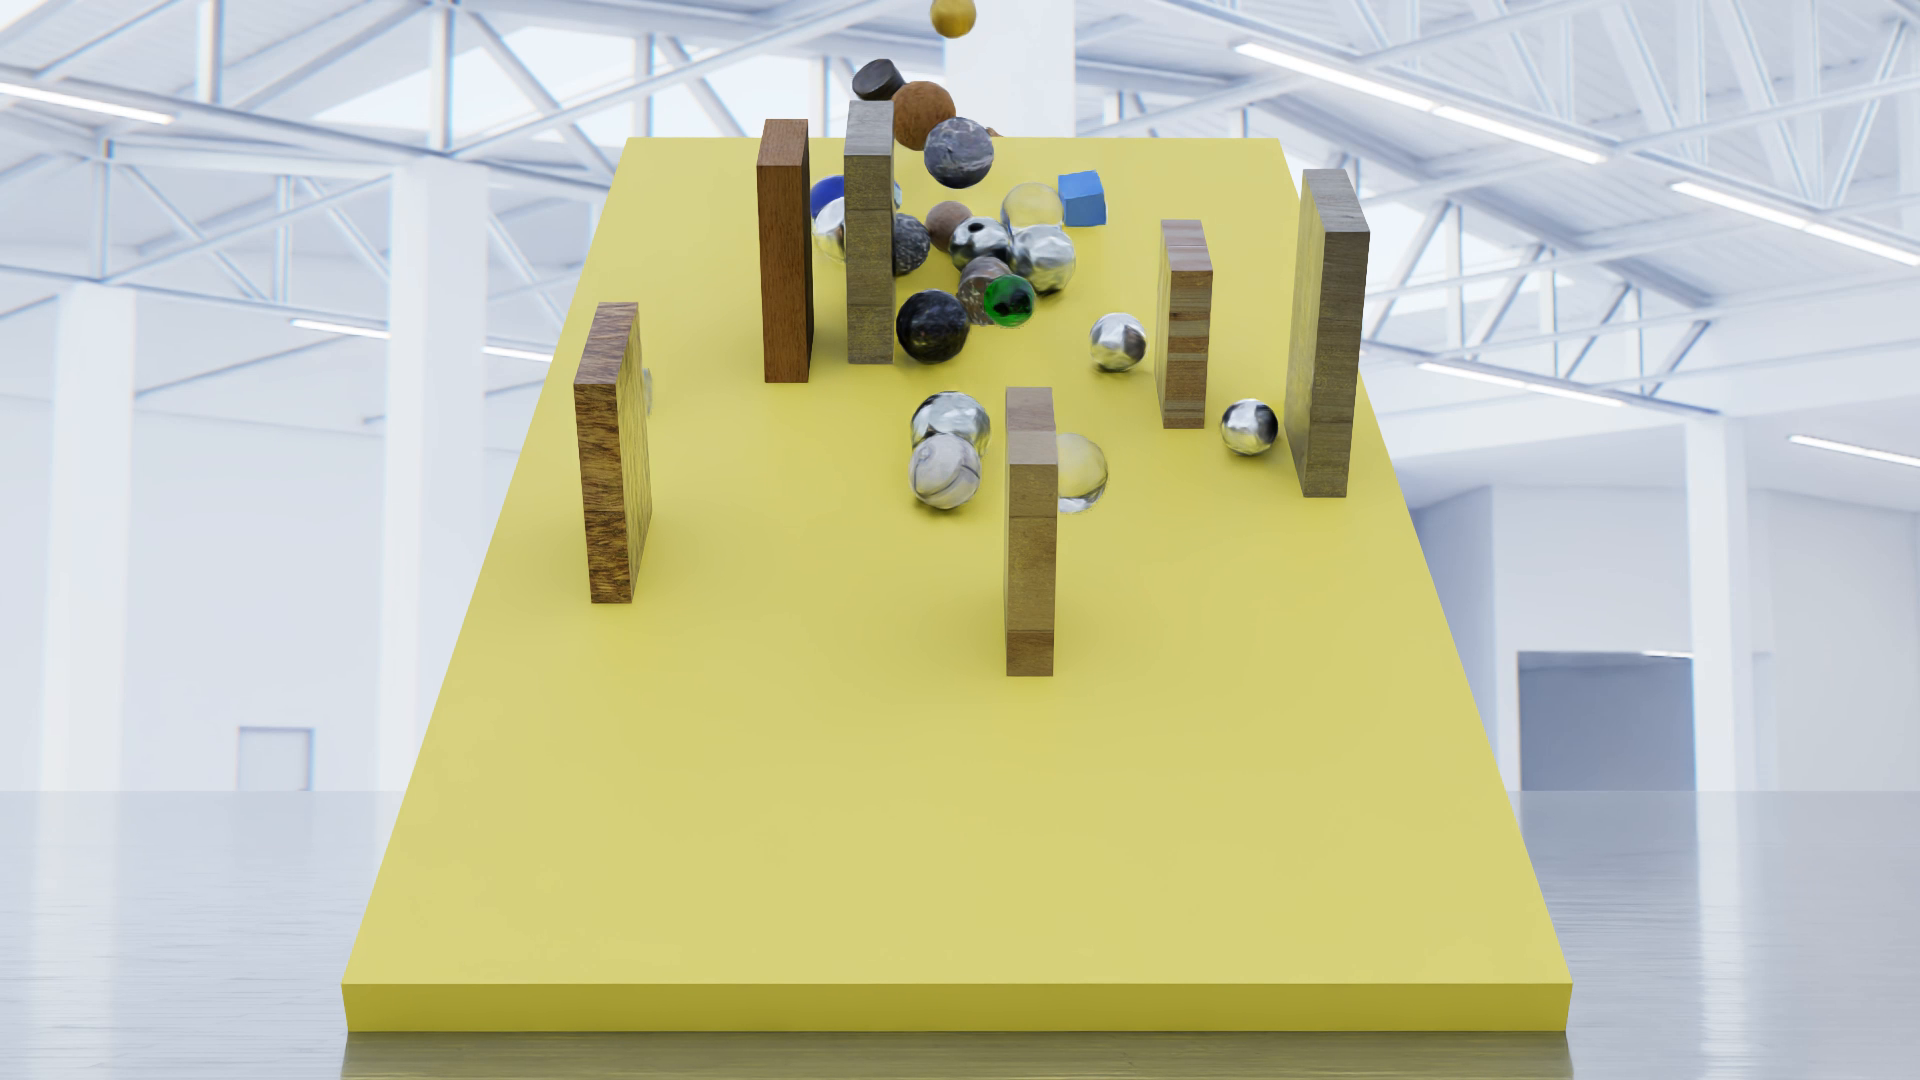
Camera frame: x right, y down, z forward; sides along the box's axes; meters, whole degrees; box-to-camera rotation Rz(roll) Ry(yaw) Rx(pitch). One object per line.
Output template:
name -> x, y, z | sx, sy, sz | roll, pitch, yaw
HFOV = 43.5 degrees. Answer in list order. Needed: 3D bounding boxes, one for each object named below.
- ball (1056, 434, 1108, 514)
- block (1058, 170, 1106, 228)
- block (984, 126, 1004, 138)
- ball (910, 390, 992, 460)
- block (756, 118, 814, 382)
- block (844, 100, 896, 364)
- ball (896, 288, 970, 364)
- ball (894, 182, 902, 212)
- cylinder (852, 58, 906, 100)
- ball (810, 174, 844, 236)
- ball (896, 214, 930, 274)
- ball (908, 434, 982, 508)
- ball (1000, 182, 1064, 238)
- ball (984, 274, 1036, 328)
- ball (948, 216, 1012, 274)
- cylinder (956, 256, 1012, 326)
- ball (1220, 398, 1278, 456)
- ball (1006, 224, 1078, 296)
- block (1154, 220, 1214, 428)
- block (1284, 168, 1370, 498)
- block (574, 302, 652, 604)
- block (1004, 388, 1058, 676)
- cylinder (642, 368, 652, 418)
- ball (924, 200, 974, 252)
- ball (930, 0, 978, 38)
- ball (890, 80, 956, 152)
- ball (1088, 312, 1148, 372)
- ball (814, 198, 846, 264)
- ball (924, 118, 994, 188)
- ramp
ball -> 0.237, -0.146, 5.267 | 0.177, 0.177, 0.177 | 0, -6, 0
block -> 0.342, -0.955, 6.765 | 0.112, 0.112, 0.112 | -10, -45, -4
block -> 0.089, -1.152, 7.606 | 0.182, 0.182, 0.182 | 36, -52, -14
ball -> -0.021, -0.245, 5.434 | 0.185, 0.185, 0.185 | 0, -6, 0
block -> -0.423, -0.706, 5.872 | 0.105, 0.559, 0.324 | 0, 29, 0
block -> -0.222, -0.771, 6.004 | 0.112, 0.545, 0.396 | 0, 29, 0
ball -> -0.067, -0.528, 5.939 | 0.184, 0.184, 0.184 | 0, -6, 0
ball -> -0.218, -0.969, 6.797 | 0.113, 0.113, 0.113 | 0, -6, 0
cylinder -> -0.226, -1.336, 7.188 | 0.144, 0.144, 0.144 | -4, -37, 33
ball -> -0.326, -0.895, 6.538 | 0.199, 0.199, 0.199 | 0, -6, 0
ball -> -0.160, -0.793, 6.437 | 0.160, 0.160, 0.160 | 0, -6, 0
ball -> -0.033, -0.151, 5.288 | 0.164, 0.164, 0.164 | 0, -6, 0
ball -> 0.197, -0.894, 6.599 | 0.178, 0.178, 0.178 | 0, -6, 0
ball -> 0.122, -0.584, 5.874 | 0.130, 0.130, 0.130 | 0, -6, 0
ball -> 0.055, -0.774, 6.383 | 0.169, 0.169, 0.169 | 0, -6, 0
cylinder -> 0.063, -0.641, 6.192 | 0.137, 0.137, 0.137 | -1, 29, 6
ball -> 0.662, -0.258, 5.508 | 0.131, 0.131, 0.131 | 0, -6, 0
ball -> 0.213, -0.734, 6.295 | 0.187, 0.187, 0.187 | 0, -6, 0
block -> 0.526, -0.513, 5.695 | 0.095, 0.401, 0.312 | 0, 29, 0
block -> 0.813, -0.462, 5.368 | 0.095, 0.634, 0.373 | 0, 29, 0
block -> -0.717, -0.185, 5.001 | 0.083, 0.500, 0.398 | 0, 29, 0
block -> 0.137, -0.018, 4.742 | 0.091, 0.468, 0.331 | 0, 29, 0
cylinder -> -0.793, -0.349, 5.681 | 0.114, 0.114, 0.114 | 2, -6, 2
ball -> -0.027, -0.856, 6.570 | 0.141, 0.141, 0.141 | 0, -6, 0
ball -> -0.021, -1.596, 7.304 | 0.146, 0.146, 0.146 | 0, -6, 0
ball -> -0.110, -1.213, 6.877 | 0.200, 0.200, 0.200 | 0, -6, 0
ball -> 0.388, -0.486, 5.906 | 0.147, 0.147, 0.147 | 0, -6, 0
ball -> -0.295, -0.812, 6.307 | 0.174, 0.174, 0.174 | 0, -6, 0
ball -> -0.004, -1.009, 6.276 | 0.185, 0.185, 0.185 | 0, -6, 0
ramp -> -0.012, -0.215, 5.672 | 2.000, 0.100, 4.000 | 0, 29, 0
